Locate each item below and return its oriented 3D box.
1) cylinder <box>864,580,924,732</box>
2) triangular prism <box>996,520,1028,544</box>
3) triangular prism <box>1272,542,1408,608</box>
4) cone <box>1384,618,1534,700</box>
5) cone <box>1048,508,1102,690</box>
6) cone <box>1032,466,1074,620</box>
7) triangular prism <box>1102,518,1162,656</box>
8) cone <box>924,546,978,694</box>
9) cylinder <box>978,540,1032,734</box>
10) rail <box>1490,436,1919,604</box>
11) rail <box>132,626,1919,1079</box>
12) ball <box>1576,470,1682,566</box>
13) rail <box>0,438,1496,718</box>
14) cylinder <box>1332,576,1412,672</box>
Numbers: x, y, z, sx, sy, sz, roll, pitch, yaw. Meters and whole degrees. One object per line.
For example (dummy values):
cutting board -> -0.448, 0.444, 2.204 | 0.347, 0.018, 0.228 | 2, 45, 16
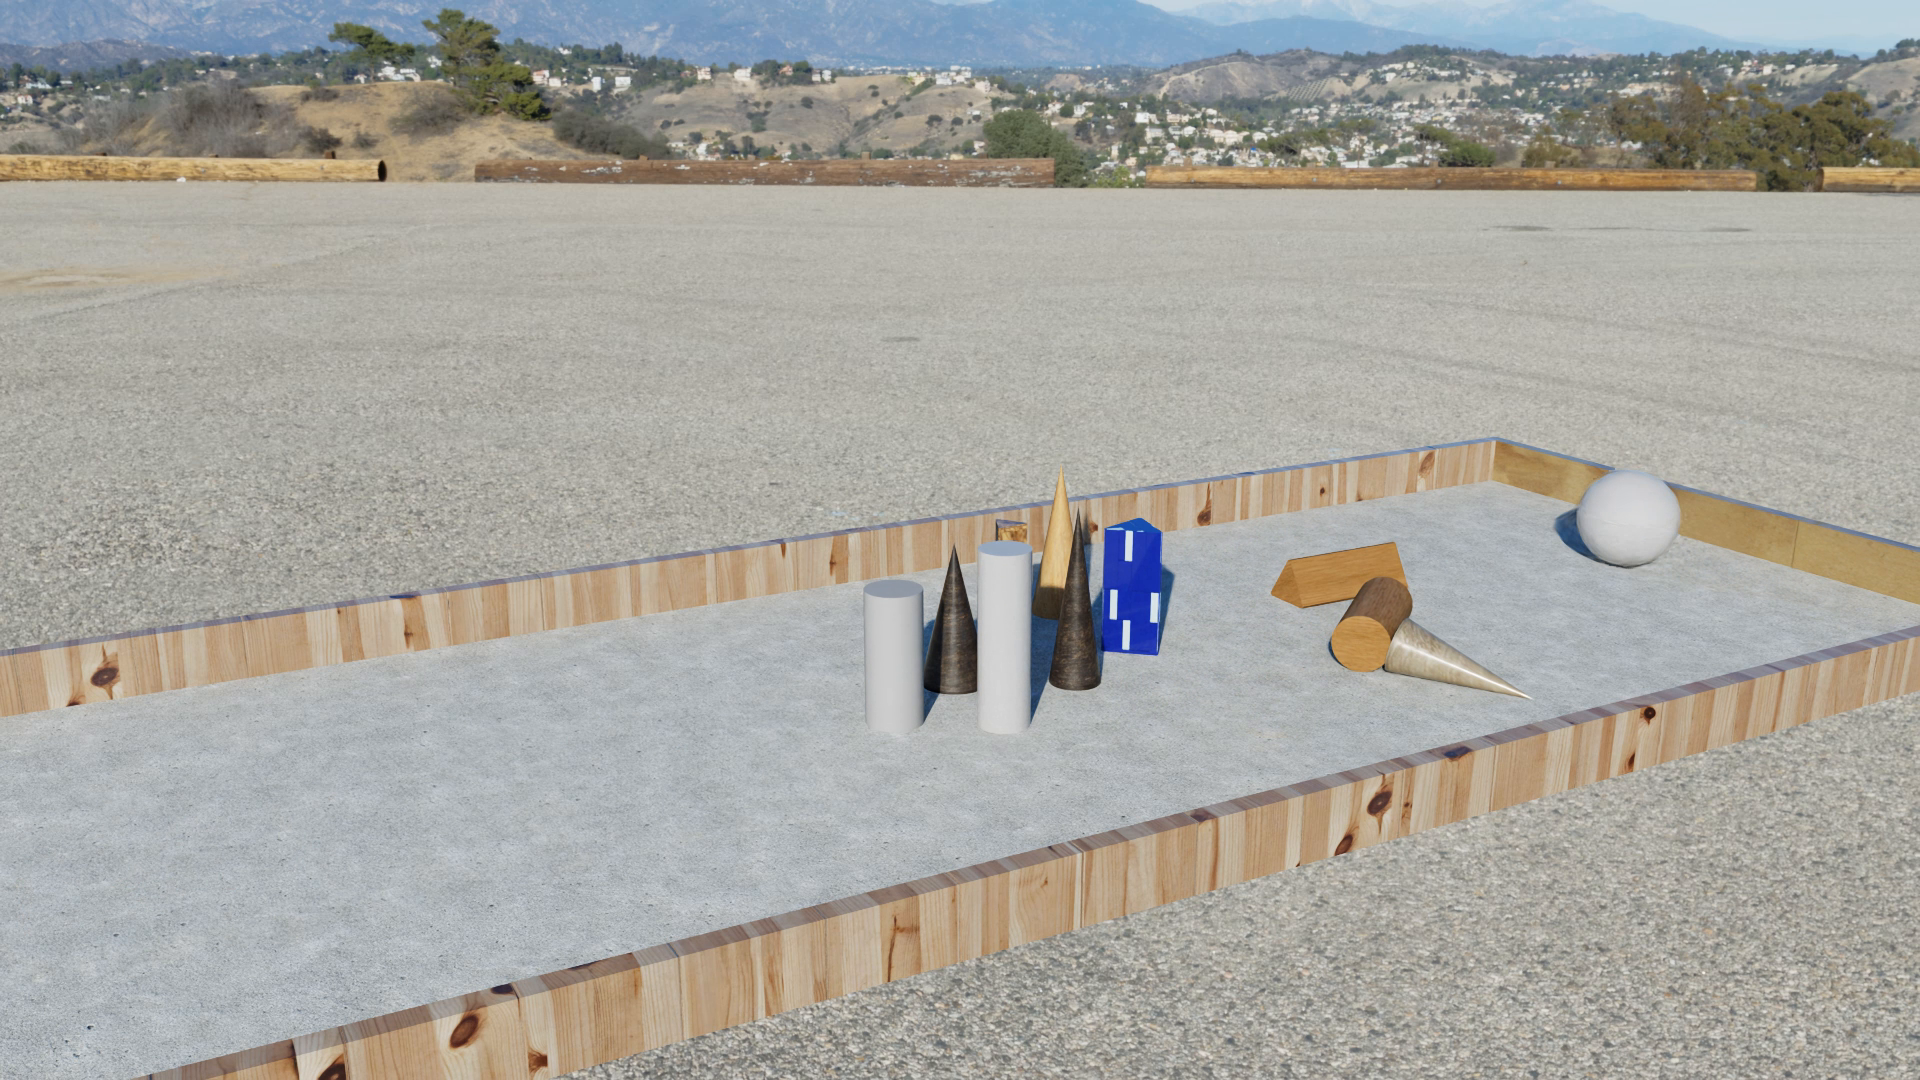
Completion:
cylinder -> -0.154, 0.270, 3.852 | 0.139, 0.329, 0.139 | 0, 16, 0
triangular prism -> 0.117, 0.117, 4.353 | 0.089, 0.340, 0.077 | -11, 19, -32
triangular prism -> 1.113, 0.090, 4.816 | 0.392, 0.124, 0.143 | -8, 19, -27
cone -> 1.258, 0.328, 4.111 | 0.357, 0.146, 0.146 | 23, 26, 28
cone -> 0.289, 0.135, 4.083 | 0.132, 0.457, 0.132 | 0, 16, 0
cone -> 0.280, -0.005, 4.611 | 0.158, 0.430, 0.158 | 0, 16, 0
triangular prism -> 0.462, 0.119, 4.355 | 0.149, 0.335, 0.129 | 4, 17, 14
cone -> -0.014, 0.181, 4.090 | 0.172, 0.365, 0.172 | 0, 16, 0
cylinder -> 0.103, 0.225, 3.824 | 0.126, 0.430, 0.126 | 0, 16, 0
rail -> 2.466, -0.048, 5.253 | 0.050, 0.150, 2.100 | -9, 18, -27
rail -> -2.336, 1.006, 1.665 | 12.000, 0.150, 0.050 | -9, 18, -27
ball -> 2.049, -0.067, 5.055 | 0.297, 0.297, 0.297 | 0, 16, 0
rail -> -3.305, 0.497, 3.399 | 12.000, 0.150, 0.050 | -9, 18, -27
cylinder -> 1.089, 0.218, 4.345 | 0.150, 0.150, 0.357 | 7, 18, 22
